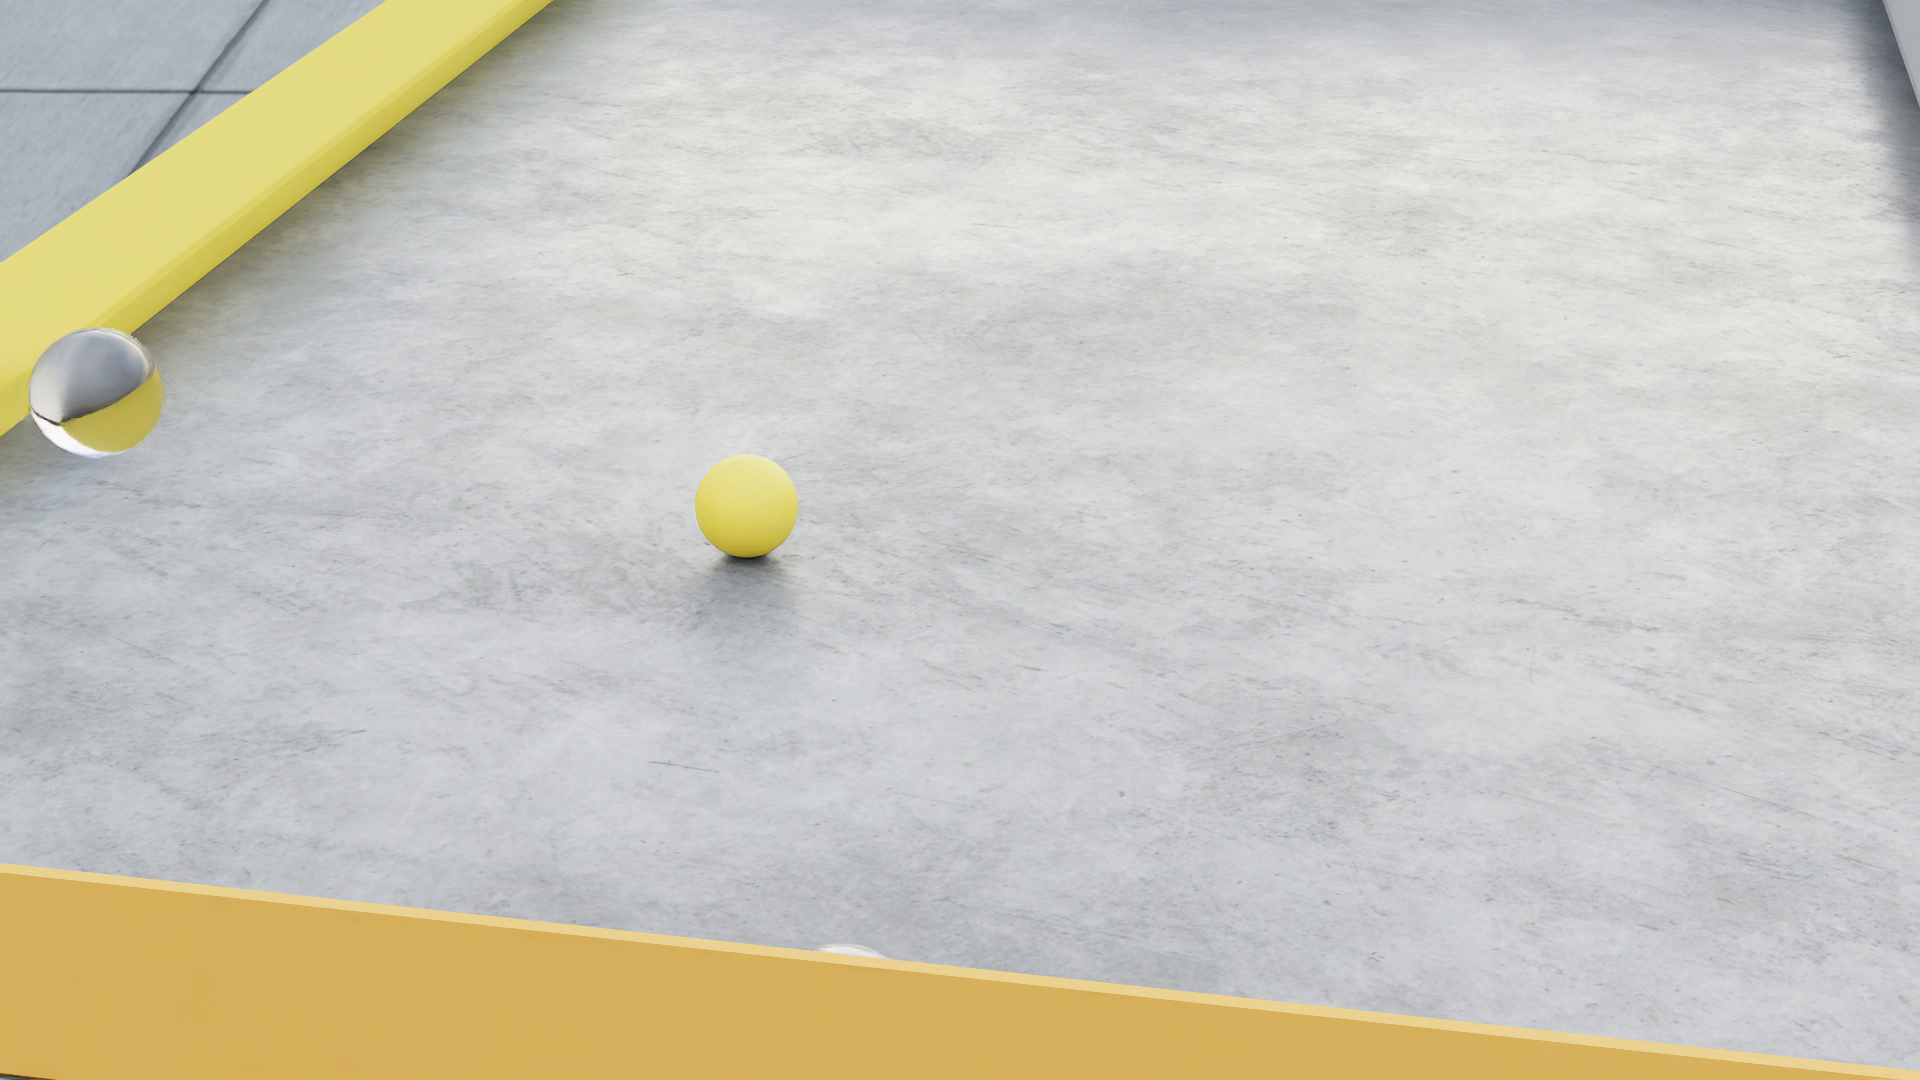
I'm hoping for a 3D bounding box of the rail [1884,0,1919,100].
[{"bbox_3d":[0.835,-0.226,2.355,0.045,0.121,2.529,5,25,10],"label":"rail"}]

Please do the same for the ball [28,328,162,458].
[{"bbox_3d":[-0.627,-0.106,2.132,0.093,0.093,0.093,0,25,0],"label":"ball"}]

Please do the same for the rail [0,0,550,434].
[{"bbox_3d":[-0.591,-0.344,2.609,0.045,0.121,2.529,5,25,10],"label":"rail"}]

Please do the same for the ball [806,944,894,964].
[{"bbox_3d":[-0.057,0.233,1.425,0.074,0.074,0.074,0,25,0],"label":"ball"}]

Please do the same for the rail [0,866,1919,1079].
[{"bbox_3d":[-0.117,0.228,1.377,1.501,0.121,0.045,5,25,10],"label":"rail"}]

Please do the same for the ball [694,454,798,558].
[{"bbox_3d":[-0.144,-0.023,1.981,0.070,0.070,0.070,0,25,0],"label":"ball"}]
